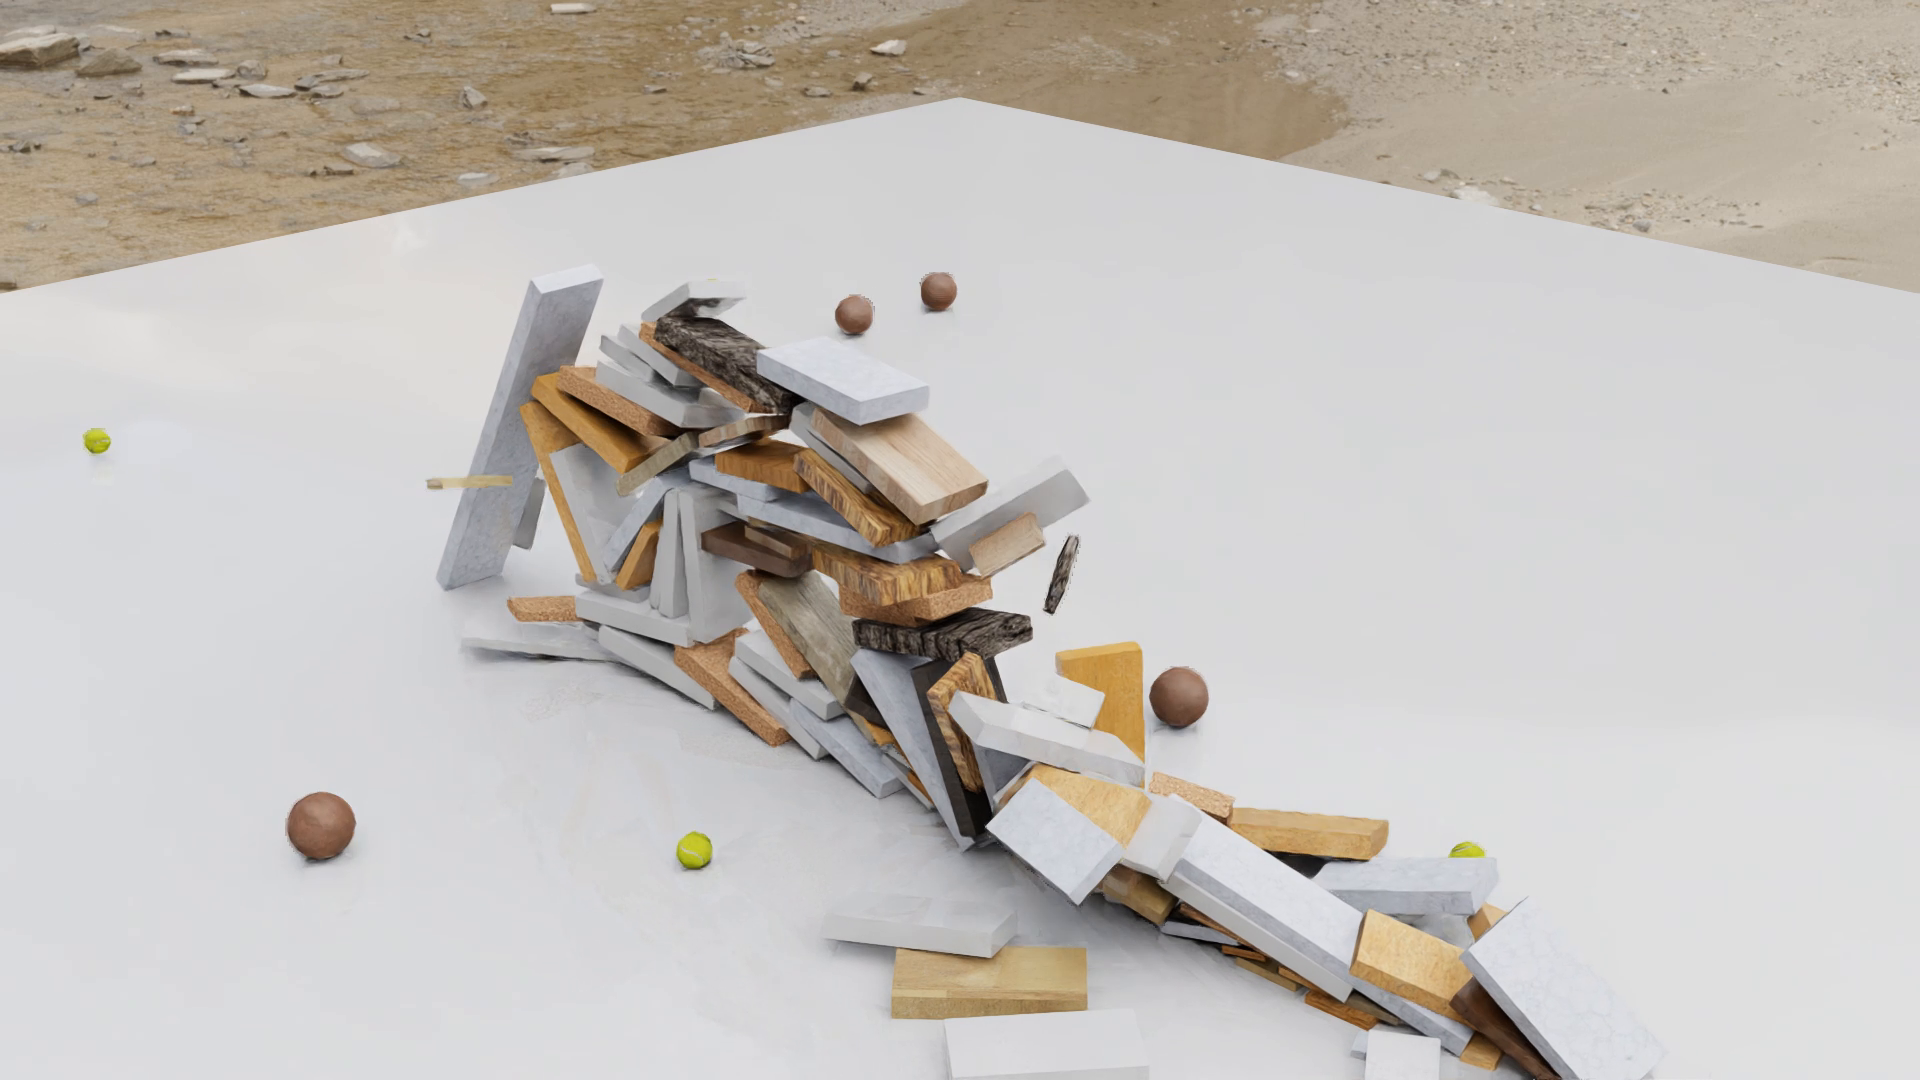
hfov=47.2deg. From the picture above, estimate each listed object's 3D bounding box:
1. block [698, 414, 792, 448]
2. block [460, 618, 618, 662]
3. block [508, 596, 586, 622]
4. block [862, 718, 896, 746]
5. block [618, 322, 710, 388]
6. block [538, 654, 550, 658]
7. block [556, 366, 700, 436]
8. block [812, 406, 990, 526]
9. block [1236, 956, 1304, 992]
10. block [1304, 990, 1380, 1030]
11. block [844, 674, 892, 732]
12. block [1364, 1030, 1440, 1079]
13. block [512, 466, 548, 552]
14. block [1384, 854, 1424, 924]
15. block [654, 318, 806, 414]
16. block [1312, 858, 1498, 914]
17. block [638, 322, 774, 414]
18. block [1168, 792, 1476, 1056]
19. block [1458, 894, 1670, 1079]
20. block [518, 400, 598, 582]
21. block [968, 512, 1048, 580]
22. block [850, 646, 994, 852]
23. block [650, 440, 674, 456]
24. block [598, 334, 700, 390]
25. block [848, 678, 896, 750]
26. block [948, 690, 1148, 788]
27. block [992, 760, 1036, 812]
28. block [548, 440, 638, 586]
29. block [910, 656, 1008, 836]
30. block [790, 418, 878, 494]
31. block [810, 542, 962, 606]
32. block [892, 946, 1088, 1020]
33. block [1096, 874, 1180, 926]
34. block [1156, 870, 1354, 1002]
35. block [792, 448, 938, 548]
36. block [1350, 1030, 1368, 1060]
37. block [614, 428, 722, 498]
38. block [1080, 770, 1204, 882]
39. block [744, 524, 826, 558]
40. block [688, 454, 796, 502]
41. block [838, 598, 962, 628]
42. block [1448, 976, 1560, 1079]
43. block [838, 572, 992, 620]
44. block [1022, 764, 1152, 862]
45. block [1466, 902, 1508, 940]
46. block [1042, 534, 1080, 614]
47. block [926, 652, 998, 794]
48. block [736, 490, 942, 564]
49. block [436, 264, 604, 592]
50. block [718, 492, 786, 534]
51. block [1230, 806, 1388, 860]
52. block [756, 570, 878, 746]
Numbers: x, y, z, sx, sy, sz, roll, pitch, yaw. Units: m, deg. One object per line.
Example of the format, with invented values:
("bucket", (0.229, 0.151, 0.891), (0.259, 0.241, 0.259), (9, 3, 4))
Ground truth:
("block", (-0.450, -0.228, 4.618), (0.102, 0.029, 0.203), (-6, -5, -41))
("block", (-0.971, 0.231, 5.105), (0.363, 0.025, 0.087), (7, 28, -7))
("block", (-0.948, 0.159, 5.081), (0.174, 0.025, 0.087), (0, 23, -30))
("block", (-0.164, 0.373, 4.452), (0.047, 0.013, 0.094), (-14, 56, -35))
("block", (-0.623, -0.399, 4.771), (0.130, 0.037, 0.261), (2, 25, -40))
("block", (-0.987, 0.239, 5.134), (0.092, 0.013, 0.046), (30, 42, 20))
("block", (-0.725, -0.307, 4.852), (0.330, 0.047, 0.165), (28, 20, 39))
("block", (-0.119, -0.171, 4.314), (0.172, 0.049, 0.344), (-22, 50, -34))
("block", (0.566, 0.764, 3.937), (0.128, 0.018, 0.064), (20, 30, 39))
("block", (0.673, 0.809, 3.830), (0.128, 0.018, 0.064), (19, 29, 37))
("block", (-0.141, 0.257, 4.560), (0.120, 0.034, 0.349), (30, 35, -7))
("block", (0.718, 0.895, 3.584), (0.118, 0.033, 0.236), (5, 28, 12))
("block", (-1.098, -0.092, 5.449), (0.130, 0.260, 0.037), (20, 44, -3))
("block", (0.830, 0.668, 4.144), (0.236, 0.033, 0.118), (-19, 30, -38))
("block", (-0.446, -0.365, 4.585), (0.393, 0.049, 0.172), (32, 23, 33))
("block", (0.809, 0.634, 4.039), (0.318, 0.045, 0.159), (-5, 12, 30))
("block", (-0.513, -0.365, 4.660), (0.130, 0.037, 0.406), (-1, 26, -46))
("block", (0.613, 0.664, 3.841), (0.659, 0.037, 0.131), (32, 39, 17))
("block", (0.990, 0.762, 3.612), (0.159, 0.045, 0.328), (-34, 75, -24))
("block", (-0.864, -0.131, 5.049), (0.045, 0.426, 0.160), (-14, 9, 43))
("block", (0.093, 0.011, 4.256), (0.143, 0.072, 0.020), (-30, -22, 14))
("block", (-0.035, 0.392, 4.397), (0.171, 0.048, 0.449), (-20, 71, -39))
("block", (-0.638, -0.199, 4.831), (0.056, 0.016, 0.112), (-26, -4, 11))
("block", (-0.683, -0.394, 4.858), (0.130, 0.037, 0.260), (4, 18, -36))
("block", (-0.151, 0.347, 4.510), (0.086, 0.024, 0.171), (-12, 55, -33))
("block", (0.161, 0.368, 4.057), (0.351, 0.043, 0.153), (18, 12, -25))
("block", (0.189, 0.525, 4.146), (0.239, 0.034, 0.120), (35, 60, 26))
("block", (-0.809, -0.074, 5.025), (0.045, 0.320, 0.160), (-14, 9, 43))
("block", (0.030, 0.387, 4.284), (0.171, 0.341, 0.048), (-20, 5, -39))
("block", (-0.227, -0.183, 4.419), (0.102, 0.029, 0.254), (-19, 45, -37))
("block", (-0.153, 0.052, 4.395), (0.166, 0.047, 0.407), (-13, 14, -20))
("block", (0.053, 0.779, 3.867), (0.338, 0.046, 0.162), (1, 23, 2))
("block", (0.284, 0.567, 4.018), (0.291, 0.041, 0.145), (29, 58, 23))
("block", (0.547, 0.657, 3.886), (0.382, 0.041, 0.145), (31, 39, 16))
("block", (-0.189, -0.097, 4.375), (0.145, 0.041, 0.291), (-17, 44, -35))
("block", (0.722, 0.863, 3.706), (0.116, 0.016, 0.058), (10, 25, 21))
("block", (-0.624, -0.176, 4.819), (0.275, 0.039, 0.138), (-29, -6, 41))
("block", (0.288, 0.500, 3.879), (0.262, 0.037, 0.131), (15, 63, 44))
("block", (-0.371, -0.006, 4.671), (0.088, 0.025, 0.176), (-16, 25, -35))
("block", (-0.438, -0.141, 4.659), (0.138, 0.039, 0.275), (-19, 24, -37))
("block", (-0.121, 0.130, 4.414), (0.120, 0.034, 0.240), (-19, 17, -38))
("block", (0.931, 0.812, 3.672), (0.209, 0.030, 0.104), (39, 41, 23))
("block", (-0.091, 0.098, 4.363), (0.153, 0.043, 0.305), (-18, 17, -35))
("block", (0.206, 0.482, 3.902), (0.249, 0.035, 0.125), (10, 60, 42))
("block", (0.985, 0.726, 3.815), (0.162, 0.046, 0.324), (25, 10, 1))
("block", (0.188, 0.064, 4.085), (0.020, 0.072, 0.143), (21, 45, -3))
("block", (0.025, 0.348, 4.173), (0.035, 0.249, 0.125), (15, 48, 42))
("block", (-0.241, -0.043, 4.493), (0.492, 0.041, 0.145), (17, 27, 42))
("block", (-1.043, -0.241, 5.153), (0.165, 1.054, 0.047), (-21, 63, -39))
("block", (-0.429, -0.065, 4.735), (0.176, 0.025, 0.088), (22, 30, 36))
("block", (0.646, 0.565, 4.257), (0.333, 0.047, 0.167), (2, 4, 22))
("block", (-0.248, 0.240, 4.617), (0.135, 0.038, 0.438), (-20, 59, -38))
